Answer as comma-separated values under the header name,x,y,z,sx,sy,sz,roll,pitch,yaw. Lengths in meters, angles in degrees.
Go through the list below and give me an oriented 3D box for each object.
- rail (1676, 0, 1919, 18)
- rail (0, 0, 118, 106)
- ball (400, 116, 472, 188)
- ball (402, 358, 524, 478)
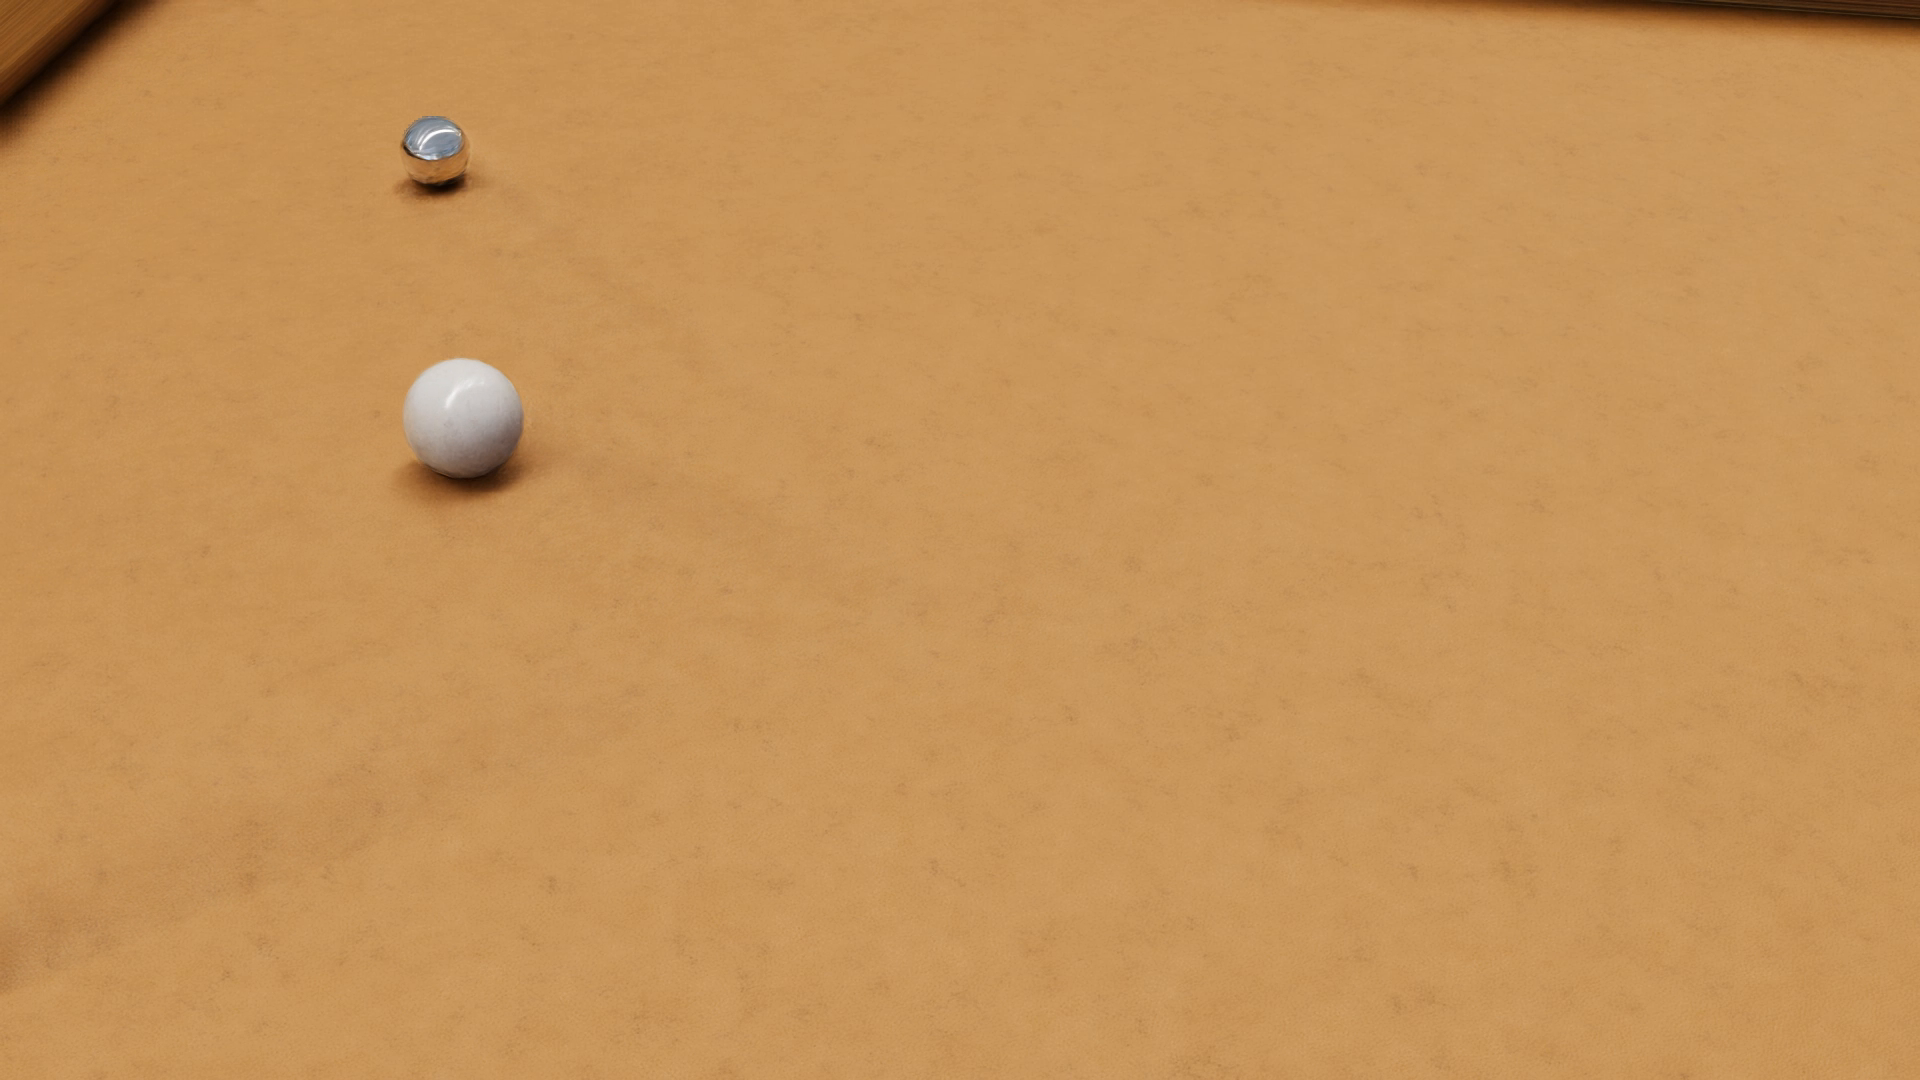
name,x,y,z,sx,sy,sz,roll,pitch,yaw
rail,1.198,-0.539,2.499,4.094,0.119,0.045,6,35,8
rail,-0.985,-0.118,1.900,0.045,0.119,2.245,6,35,8
ball,-0.464,-0.344,2.272,0.062,0.062,0.062,0,35,0
ball,-0.366,-0.089,1.887,0.088,0.088,0.088,0,35,0
